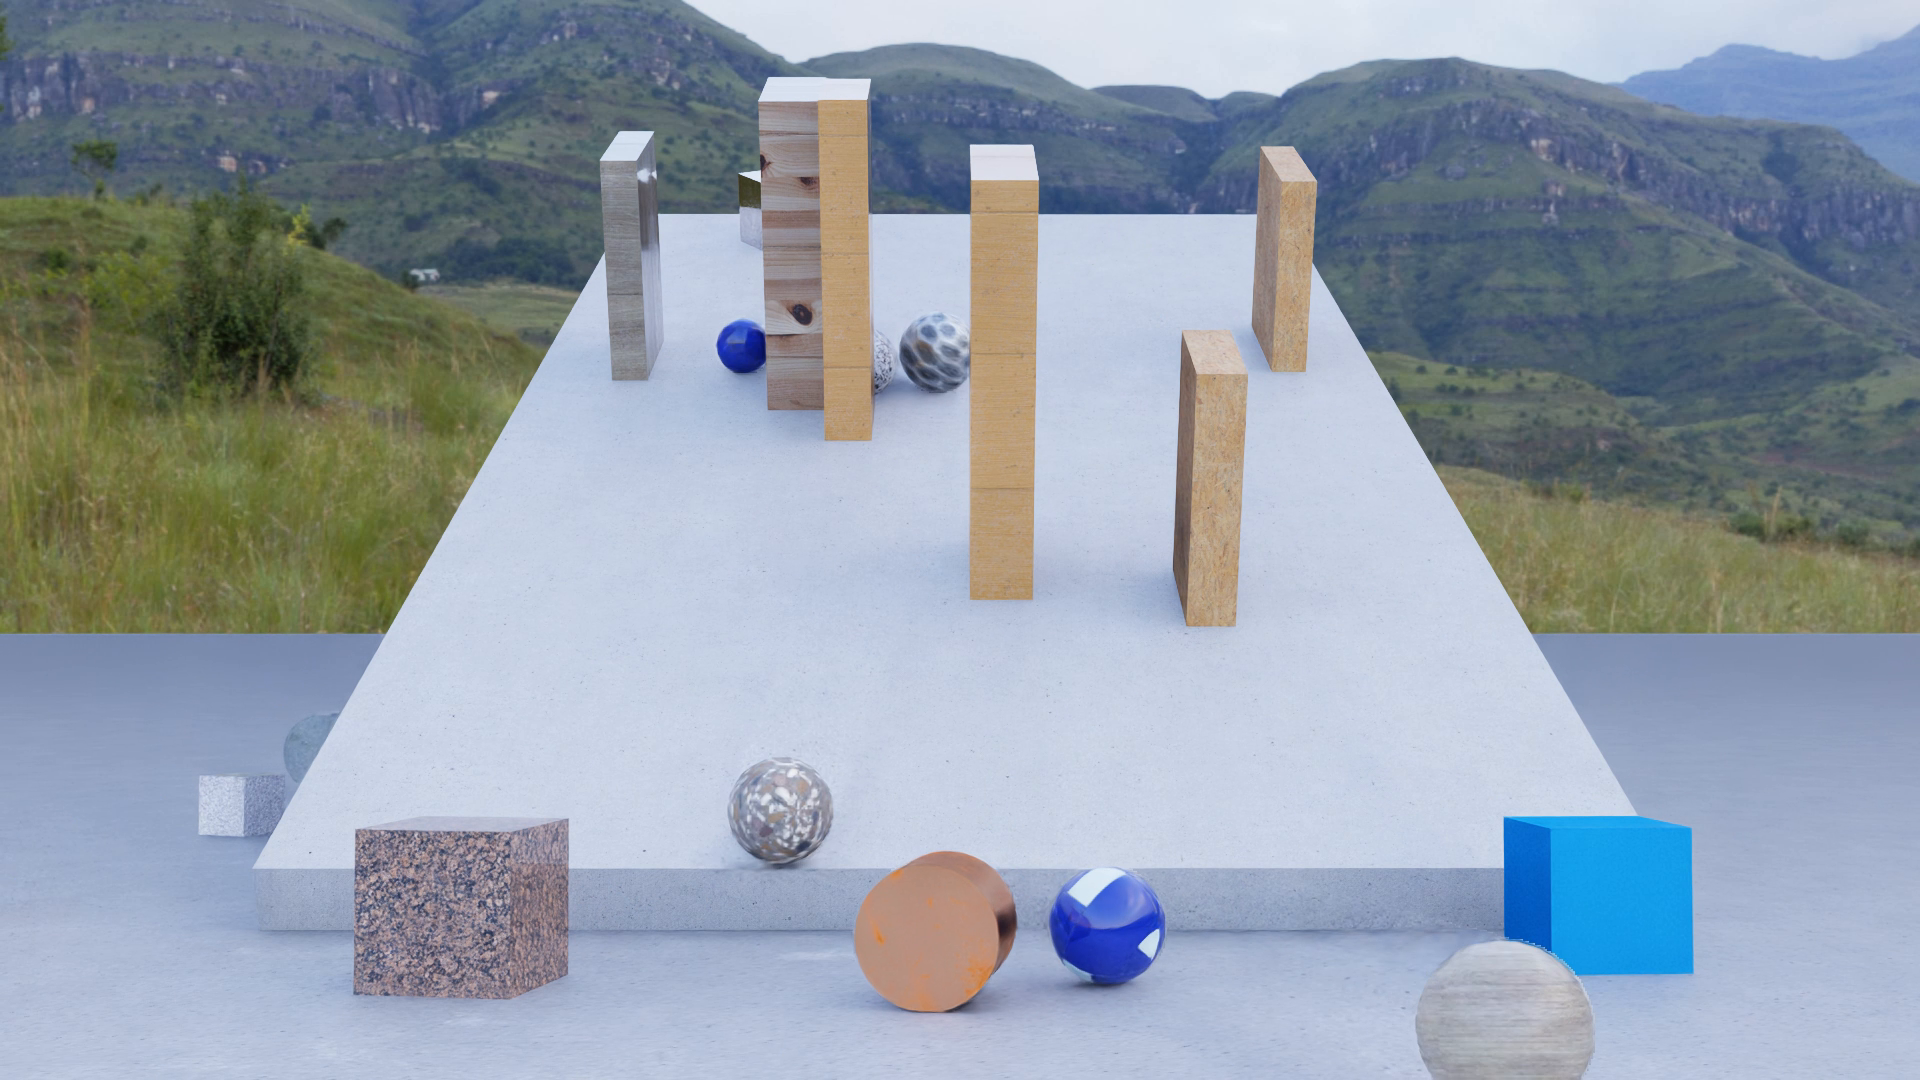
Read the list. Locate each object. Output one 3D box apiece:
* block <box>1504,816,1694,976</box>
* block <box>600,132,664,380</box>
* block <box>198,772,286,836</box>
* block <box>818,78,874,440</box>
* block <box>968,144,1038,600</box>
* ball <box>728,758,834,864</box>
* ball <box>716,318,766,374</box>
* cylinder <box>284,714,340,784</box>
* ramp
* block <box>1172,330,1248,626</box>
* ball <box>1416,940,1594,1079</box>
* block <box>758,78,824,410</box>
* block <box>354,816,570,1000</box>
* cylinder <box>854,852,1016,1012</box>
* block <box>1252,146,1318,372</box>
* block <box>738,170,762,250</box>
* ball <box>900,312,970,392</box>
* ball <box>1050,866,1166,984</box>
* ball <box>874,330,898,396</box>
[{"bbox_3d":[0.817,0.454,2.939,0.181,0.181,0.181,0,-2,-5],"label":"block"},{"bbox_3d":[-0.776,-0.678,5.434,0.084,0.521,0.334,0,21,0],"label":"block"},{"bbox_3d":[-1.507,0.554,4.800,0.122,0.122,0.122,-1,-2,25],"label":"block"},{"bbox_3d":[-0.243,-0.604,4.945,0.101,0.740,0.242,0,21,0],"label":"block"},{"bbox_3d":[0.075,-0.303,4.136,0.114,0.768,0.294,0,21,0],"label":"block"},{"bbox_3d":[-0.254,0.382,3.230,0.150,0.150,0.150,0,-2,0],"label":"ball"},{"bbox_3d":[-0.512,-0.461,5.415,0.130,0.130,0.130,0,-2,0],"label":"ball"},{"bbox_3d":[-1.677,0.566,6.132,0.199,0.199,0.199,0,-2,10],"label":"cylinder"},{"bbox_3d":[-0.006,-0.217,5.109,2.000,0.100,4.000,0,21,0],"label":"ramp"},{"bbox_3d":[0.442,-0.113,4.068,0.087,0.464,0.269,0,21,0],"label":"block"},{"bbox_3d":[0.482,0.432,2.025,0.154,0.154,0.154,0,-2,0],"label":"ball"},{"bbox_3d":[-0.369,-0.672,5.177,0.131,0.697,0.296,0,21,0],"label":"block"},{"bbox_3d":[-0.601,0.441,2.771,0.194,0.194,0.194,0,-2,11],"label":"block"},{"bbox_3d":[-0.026,0.451,2.647,0.165,0.165,0.165,0,-2,8],"label":"cylinder"},{"bbox_3d":[0.783,-0.686,5.547,0.081,0.459,0.397,0,21,0],"label":"block"},{"bbox_3d":[-0.500,-0.949,6.573,0.199,0.199,0.199,-13,25,-30],"label":"block"},{"bbox_3d":[-0.049,-0.435,5.280,0.183,0.183,0.183,0,-2,0],"label":"ball"},{"bbox_3d":[0.179,0.467,2.771,0.142,0.142,0.142,0,-2,0],"label":"ball"},{"bbox_3d":[-0.222,-0.407,5.238,0.160,0.160,0.160,0,-2,0],"label":"ball"}]
